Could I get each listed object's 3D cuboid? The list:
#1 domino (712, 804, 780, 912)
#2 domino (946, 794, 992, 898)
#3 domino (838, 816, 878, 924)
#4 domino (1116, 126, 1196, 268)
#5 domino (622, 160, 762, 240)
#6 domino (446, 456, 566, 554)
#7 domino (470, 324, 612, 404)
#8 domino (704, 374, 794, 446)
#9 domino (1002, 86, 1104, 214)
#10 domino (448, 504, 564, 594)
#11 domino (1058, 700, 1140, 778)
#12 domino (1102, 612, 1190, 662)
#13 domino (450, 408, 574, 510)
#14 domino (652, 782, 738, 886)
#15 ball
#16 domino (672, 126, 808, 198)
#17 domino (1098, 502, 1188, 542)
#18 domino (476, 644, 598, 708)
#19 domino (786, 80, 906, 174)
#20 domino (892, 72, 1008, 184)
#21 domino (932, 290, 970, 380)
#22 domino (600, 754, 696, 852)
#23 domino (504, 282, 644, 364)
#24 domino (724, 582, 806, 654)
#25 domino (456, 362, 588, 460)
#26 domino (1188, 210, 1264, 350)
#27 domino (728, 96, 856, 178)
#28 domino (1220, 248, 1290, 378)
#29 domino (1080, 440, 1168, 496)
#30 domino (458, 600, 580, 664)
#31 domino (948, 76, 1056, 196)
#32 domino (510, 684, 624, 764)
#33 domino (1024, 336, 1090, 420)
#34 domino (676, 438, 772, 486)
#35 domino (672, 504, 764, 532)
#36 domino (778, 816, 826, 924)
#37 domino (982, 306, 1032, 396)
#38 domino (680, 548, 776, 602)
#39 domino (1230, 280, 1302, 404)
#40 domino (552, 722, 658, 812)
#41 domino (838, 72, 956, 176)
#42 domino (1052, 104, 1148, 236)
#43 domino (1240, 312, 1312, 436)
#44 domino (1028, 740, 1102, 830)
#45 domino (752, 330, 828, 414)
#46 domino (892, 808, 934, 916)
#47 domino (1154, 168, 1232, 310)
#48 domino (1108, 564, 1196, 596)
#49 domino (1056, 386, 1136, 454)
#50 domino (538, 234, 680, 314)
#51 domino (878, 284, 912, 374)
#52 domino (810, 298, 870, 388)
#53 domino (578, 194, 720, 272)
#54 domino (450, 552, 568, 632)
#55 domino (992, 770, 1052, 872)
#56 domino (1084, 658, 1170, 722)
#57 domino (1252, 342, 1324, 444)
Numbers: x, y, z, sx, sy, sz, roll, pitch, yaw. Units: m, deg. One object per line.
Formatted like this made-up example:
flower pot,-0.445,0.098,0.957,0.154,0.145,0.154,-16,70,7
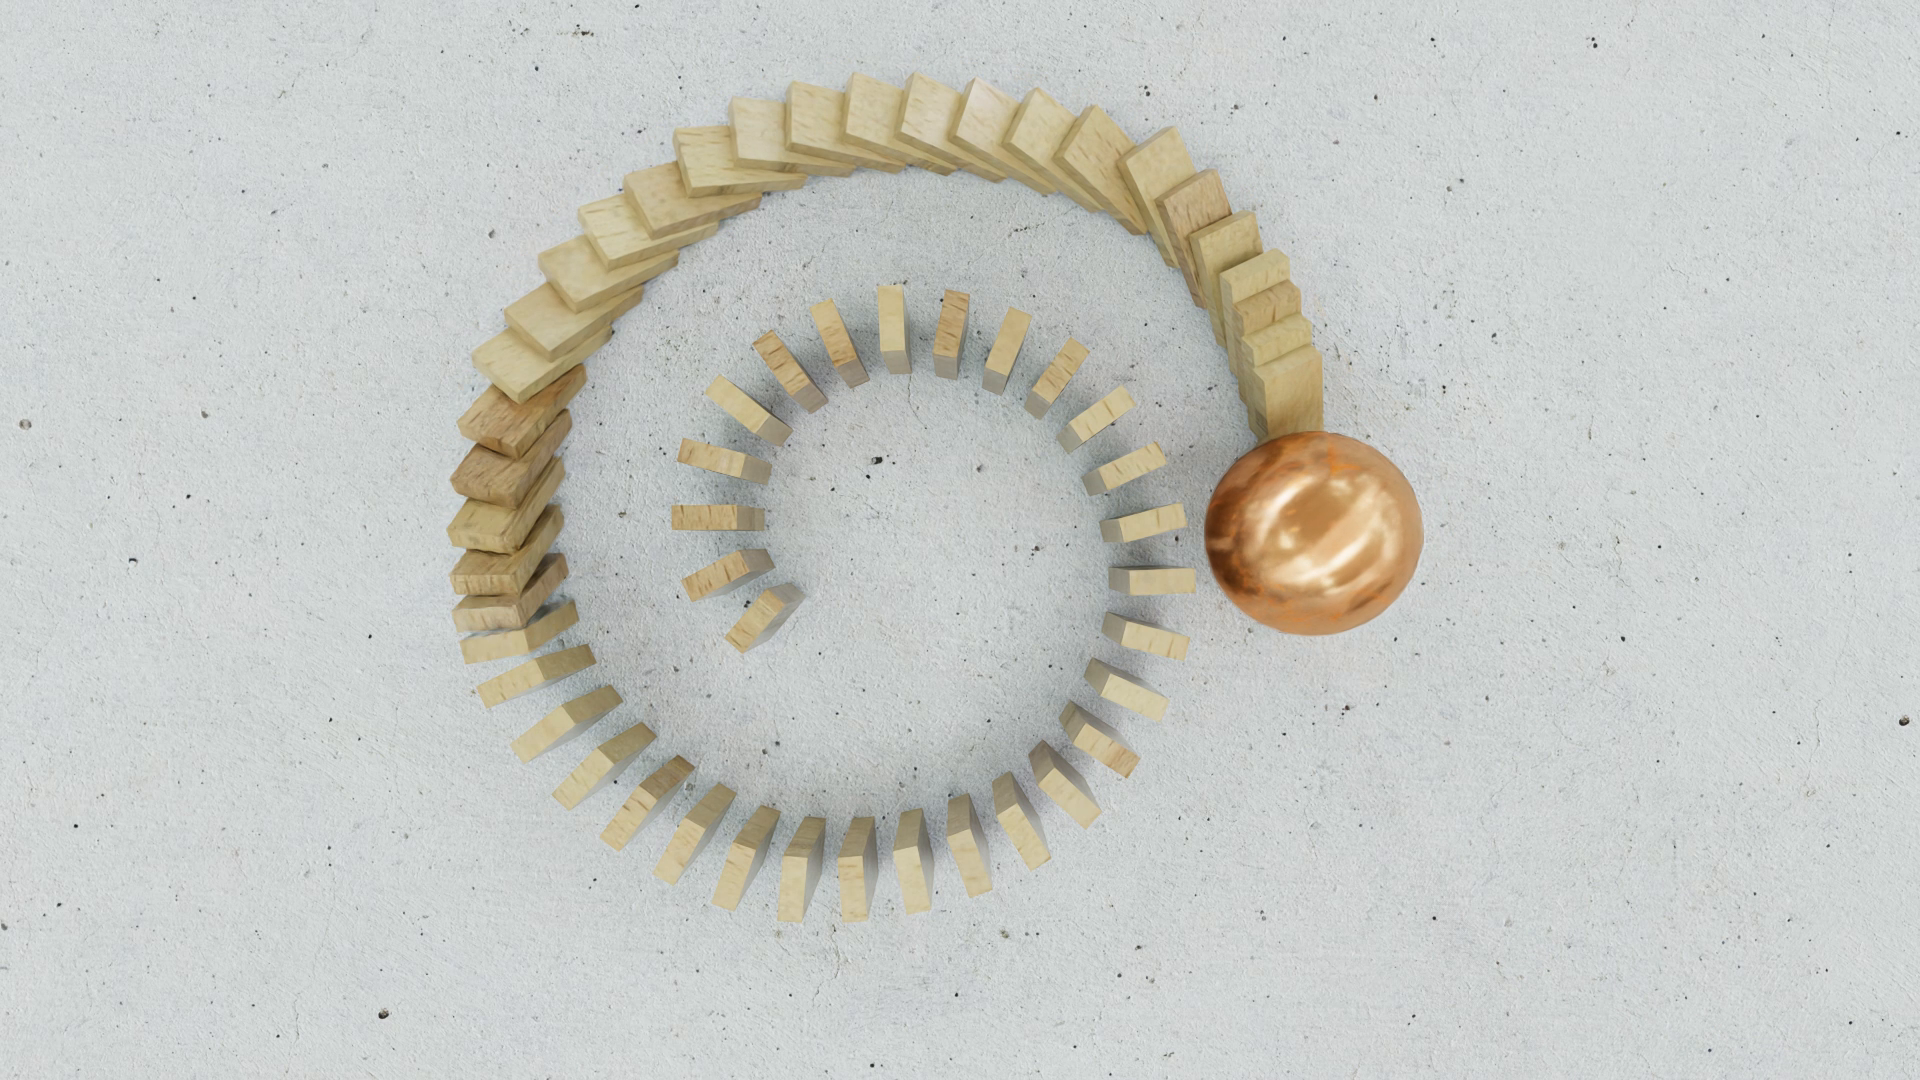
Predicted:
domino,-0.087,0.129,0.375,0.009,0.050,0.025,19,90,0
domino,0.004,0.124,0.375,0.010,0.050,0.025,-21,90,0
domino,-0.041,0.134,0.375,0.010,0.050,0.025,-5,90,0
domino,0.089,-0.143,0.385,0.025,0.010,0.050,-36,117,0
domino,-0.112,-0.146,0.385,0.050,0.010,0.025,-29,90,-26
domino,-0.186,-0.017,0.379,0.025,0.050,0.009,8,135,0
domino,-0.174,-0.081,0.383,0.025,0.009,0.050,41,59,0
domino,-0.085,-0.052,0.375,0.025,0.050,0.009,39,90,0
domino,0.044,-0.163,0.385,0.050,0.010,0.025,26,90,-26
domino,-0.185,0.003,0.377,0.025,0.050,0.010,0,125,0
domino,0.056,0.081,0.375,0.025,0.050,0.010,33,90,0
domino,0.075,0.039,0.375,0.025,0.050,0.009,14,90,0
domino,-0.185,-0.037,0.381,0.025,0.009,0.050,15,52,0
domino,-0.107,0.119,0.375,0.009,0.050,0.025,29,90,0
ball,0.138,-0.003,0.360,0.080,0.080,0.080,0,90,0
domino,-0.092,-0.160,0.385,0.050,0.010,0.025,-16,90,-27
domino,0.074,-0.007,0.375,0.025,0.050,0.010,-15,90,0
domino,-0.172,0.055,0.375,0.025,0.050,0.010,-26,90,0
domino,-0.047,-0.173,0.385,0.050,0.010,0.025,1,90,-26
domino,-0.001,-0.172,0.385,0.050,0.009,0.025,13,90,-26
domino,-0.003,-0.083,0.375,0.009,0.050,0.025,12,90,0
domino,-0.127,0.106,0.375,0.009,0.050,0.025,37,90,0
domino,-0.161,-0.099,0.384,0.025,0.010,0.050,42,61,0
domino,-0.079,0.031,0.375,0.009,0.050,0.025,41,90,0
domino,-0.181,-0.058,0.382,0.025,0.010,0.050,24,56,0
domino,0.115,-0.108,0.383,0.025,0.009,0.050,-26,120,0
domino,-0.070,-0.169,0.385,0.050,0.009,0.025,-6,90,-26
domino,0.123,-0.092,0.379,0.025,0.050,0.009,-25,46,0
domino,0.066,-0.028,0.375,0.025,0.050,0.009,-25,90,0
domino,-0.179,0.037,0.375,0.025,0.050,0.010,-10,100,0
domino,0.022,-0.169,0.385,0.050,0.009,0.025,19,90,-26
domino,-0.160,0.074,0.375,0.025,0.050,0.010,-38,90,0
domino,0.039,-0.065,0.375,0.009,0.050,0.025,36,90,0
domino,-0.095,-0.031,0.375,0.025,0.050,0.010,15,90,0
domino,-0.098,-0.009,0.375,0.025,0.050,0.010,0,90,0
domino,-0.064,0.133,0.375,0.009,0.050,0.025,5,90,0
domino,0.019,-0.076,0.375,0.010,0.050,0.025,22,90,0
domino,-0.094,0.014,0.375,0.025,0.050,0.009,-28,90,0
domino,0.128,-0.080,0.379,0.025,0.050,0.010,-25,46,0
domino,-0.144,0.091,0.375,0.010,0.050,0.025,44,90,0
domino,-0.024,-0.174,0.385,0.050,0.009,0.025,8,90,-26
domino,0.065,-0.154,0.384,0.050,0.010,0.025,32,90,-27
domino,0.132,-0.067,0.379,0.025,0.050,0.009,-25,46,0
domino,0.042,0.099,0.375,0.025,0.050,0.010,43,90,0
domino,-0.068,-0.068,0.375,0.009,0.050,0.025,-36,90,0
domino,-0.018,0.130,0.375,0.009,0.050,0.025,-12,90,0
domino,0.103,-0.126,0.385,0.025,0.009,0.050,-31,117,0
domino,0.077,0.016,0.375,0.025,0.050,0.009,-2,90,0
domino,0.055,-0.048,0.375,0.025,0.050,0.009,-35,90,0
domino,-0.147,-0.117,0.384,0.050,0.010,0.025,-38,90,-27
domino,-0.026,-0.085,0.375,0.010,0.050,0.025,-3,90,0
domino,-0.048,-0.079,0.375,0.009,0.050,0.025,-23,90,0
domino,-0.130,-0.134,0.385,0.050,0.010,0.025,-31,90,-27
domino,-0.183,0.021,0.375,0.025,0.050,0.010,-4,113,0
domino,0.024,0.114,0.375,0.009,0.050,0.025,-32,90,0
domino,0.067,0.060,0.375,0.025,0.050,0.009,24,90,0
domino,0.136,-0.054,0.379,0.025,0.050,0.010,-25,46,0
